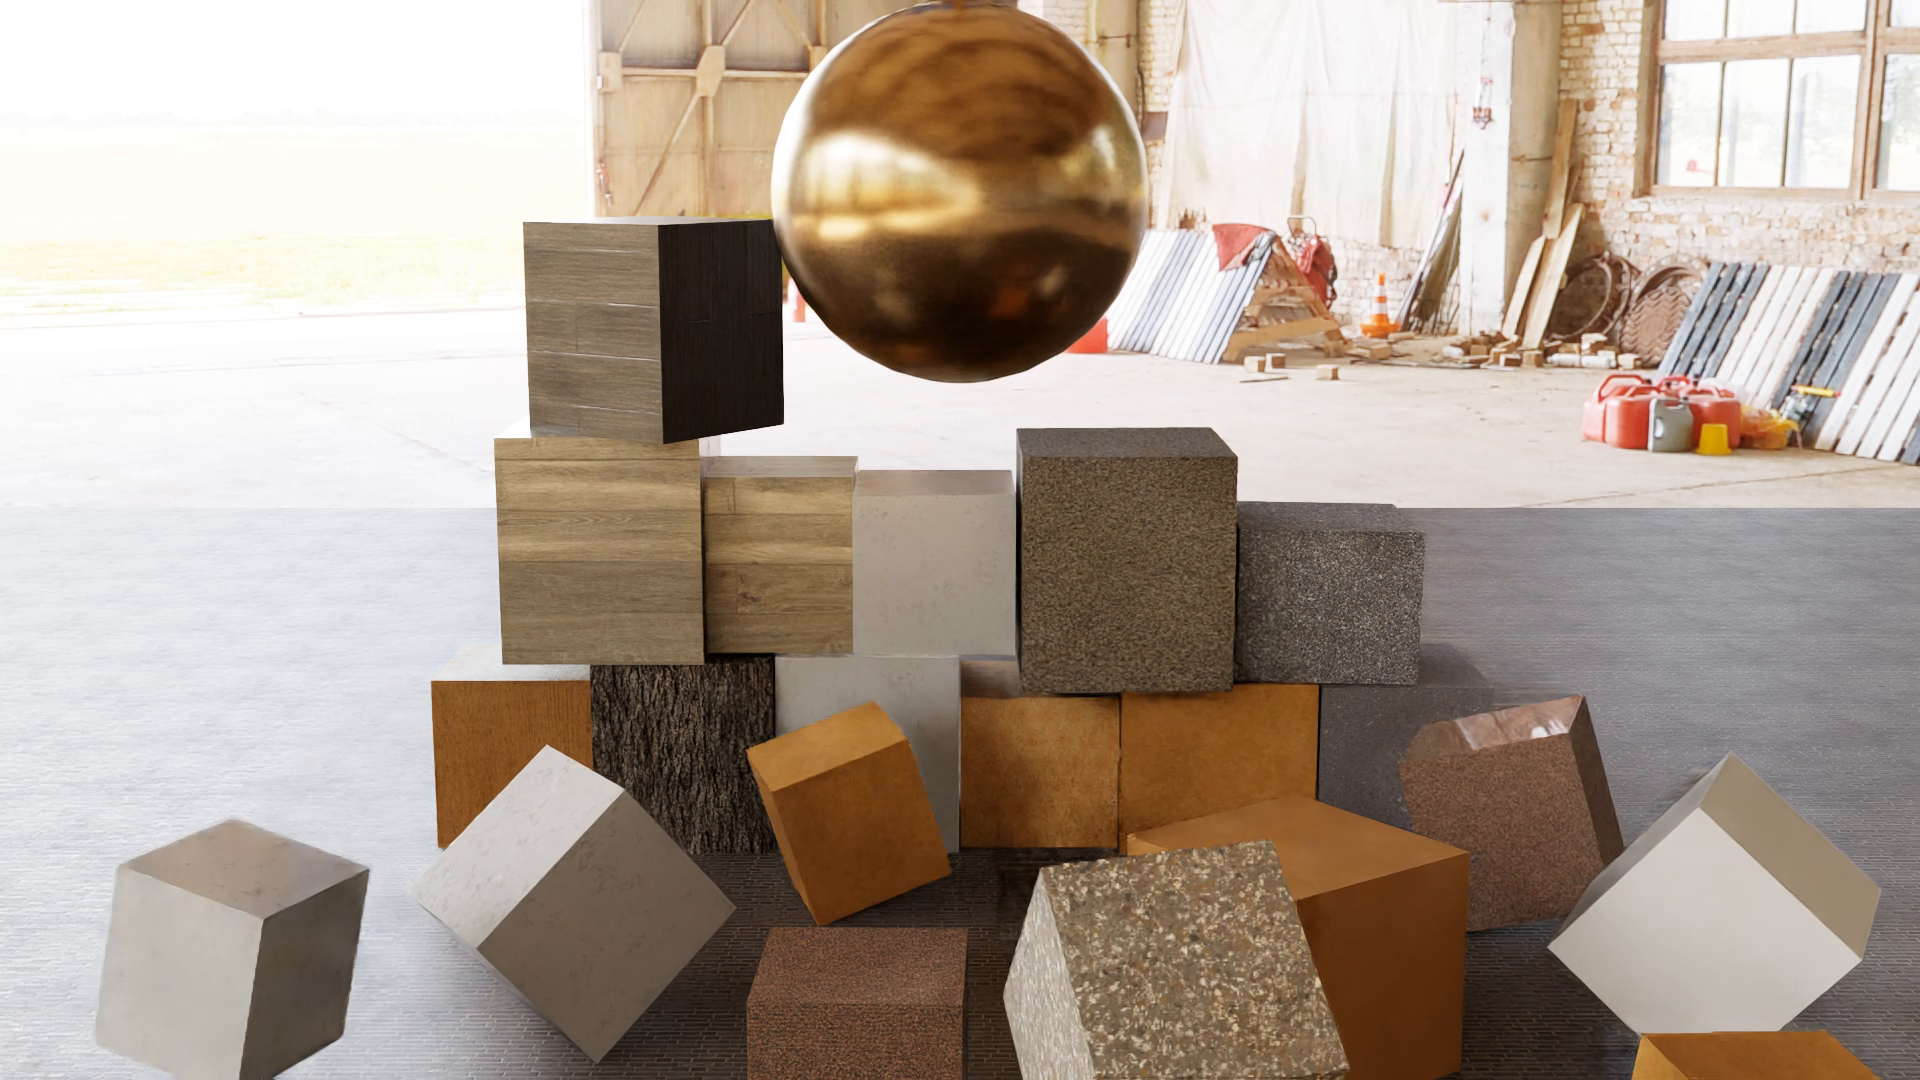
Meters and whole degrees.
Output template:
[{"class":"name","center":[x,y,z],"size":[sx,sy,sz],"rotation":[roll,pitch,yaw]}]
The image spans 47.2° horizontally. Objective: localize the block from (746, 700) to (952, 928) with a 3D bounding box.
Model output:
[{"class":"block","center":[-0.525,1.258,10.228],"size":[0.657,0.687,0.671],"rotation":[-21,16,-11]}]

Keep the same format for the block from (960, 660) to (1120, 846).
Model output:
[{"class":"block","center":[0.398,1.094,11.386],"size":[0.786,0.774,0.785],"rotation":[0,10,0]}]

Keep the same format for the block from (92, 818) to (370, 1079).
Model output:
[{"class":"block","center":[-2.535,1.445,7.683],"size":[0.590,0.664,0.617],"rotation":[16,13,16]}]

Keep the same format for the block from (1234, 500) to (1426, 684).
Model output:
[{"class":"block","center":[1.817,0.254,11.226],"size":[0.904,0.764,0.872],"rotation":[1,10,0]}]

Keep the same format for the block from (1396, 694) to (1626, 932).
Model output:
[{"class":"block","center":[2.513,1.239,9.967],"size":[0.764,0.806,0.693],"rotation":[-14,5,23]}]

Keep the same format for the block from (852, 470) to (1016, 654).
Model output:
[{"class":"block","center":[-0.128,0.098,11.218],"size":[0.799,0.800,0.846],"rotation":[0,10,0]}]

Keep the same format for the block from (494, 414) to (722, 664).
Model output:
[{"class":"block","center":[-1.749,-0.030,11.156],"size":[0.987,1.122,0.997],"rotation":[0,10,0]}]

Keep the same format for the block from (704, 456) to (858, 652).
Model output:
[{"class":"block","center":[-0.891,0.060,11.199],"size":[0.727,0.882,0.738],"rotation":[0,10,0]}]

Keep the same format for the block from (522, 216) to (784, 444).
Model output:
[{"class":"block","center":[-1.499,-1.061,10.839],"size":[0.881,1.021,0.898],"rotation":[7,12,34]}]

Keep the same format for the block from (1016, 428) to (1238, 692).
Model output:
[{"class":"block","center":[0.811,0.074,11.117],"size":[1.026,1.154,1.095],"rotation":[0,10,0]}]

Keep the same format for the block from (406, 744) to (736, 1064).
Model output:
[{"class":"block","center":[-1.541,1.426,8.719],"size":[0.799,0.733,0.753],"rotation":[-47,30,-18]}]

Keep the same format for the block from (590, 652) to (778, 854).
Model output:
[{"class":"block","center":[-1.368,1.000,11.349],"size":[0.896,0.973,0.968],"rotation":[0,10,0]}]

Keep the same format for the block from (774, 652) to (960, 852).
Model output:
[{"class":"block","center":[-0.457,0.987,11.352],"size":[0.905,0.997,0.929],"rotation":[0,10,0]}]

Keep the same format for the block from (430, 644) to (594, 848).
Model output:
[{"class":"block","center":[-2.226,1.050,11.379],"size":[0.800,0.863,0.805],"rotation":[0,10,0]}]

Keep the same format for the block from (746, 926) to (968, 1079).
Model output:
[{"class":"block","center":[-0.334,1.808,7.578],"size":[0.705,0.731,0.703],"rotation":[0,10,2]}]

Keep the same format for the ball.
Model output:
[{"class":"ball","center":[0.000,-1.464,9.302],"size":[1.600,1.600,1.600],"rotation":[0,10,0]}]

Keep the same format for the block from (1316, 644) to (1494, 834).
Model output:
[{"class":"block","center":[2.203,1.059,11.356],"size":[0.847,0.853,0.973],"rotation":[0,10,0]}]

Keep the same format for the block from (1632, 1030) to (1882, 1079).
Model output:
[{"class":"block","center":[2.503,1.943,6.824],"size":[0.670,0.596,0.590],"rotation":[3,18,-15]}]

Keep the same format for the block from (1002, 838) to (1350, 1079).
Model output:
[{"class":"block","center":[0.561,1.341,6.031],"size":[0.658,0.735,0.685],"rotation":[-5,53,-13]}]

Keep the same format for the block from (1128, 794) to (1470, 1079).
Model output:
[{"class":"block","center":[1.280,1.581,8.439],"size":[0.902,0.870,0.919],"rotation":[-7,13,-36]}]

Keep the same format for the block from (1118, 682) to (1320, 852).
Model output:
[{"class":"block","center":[1.287,1.054,11.360],"size":[0.968,0.861,0.931],"rotation":[0,10,0]}]

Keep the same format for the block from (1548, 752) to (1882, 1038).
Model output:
[{"class":"block","center":[2.909,1.455,8.458],"size":[0.762,0.811,0.830],"rotation":[45,26,13]}]
